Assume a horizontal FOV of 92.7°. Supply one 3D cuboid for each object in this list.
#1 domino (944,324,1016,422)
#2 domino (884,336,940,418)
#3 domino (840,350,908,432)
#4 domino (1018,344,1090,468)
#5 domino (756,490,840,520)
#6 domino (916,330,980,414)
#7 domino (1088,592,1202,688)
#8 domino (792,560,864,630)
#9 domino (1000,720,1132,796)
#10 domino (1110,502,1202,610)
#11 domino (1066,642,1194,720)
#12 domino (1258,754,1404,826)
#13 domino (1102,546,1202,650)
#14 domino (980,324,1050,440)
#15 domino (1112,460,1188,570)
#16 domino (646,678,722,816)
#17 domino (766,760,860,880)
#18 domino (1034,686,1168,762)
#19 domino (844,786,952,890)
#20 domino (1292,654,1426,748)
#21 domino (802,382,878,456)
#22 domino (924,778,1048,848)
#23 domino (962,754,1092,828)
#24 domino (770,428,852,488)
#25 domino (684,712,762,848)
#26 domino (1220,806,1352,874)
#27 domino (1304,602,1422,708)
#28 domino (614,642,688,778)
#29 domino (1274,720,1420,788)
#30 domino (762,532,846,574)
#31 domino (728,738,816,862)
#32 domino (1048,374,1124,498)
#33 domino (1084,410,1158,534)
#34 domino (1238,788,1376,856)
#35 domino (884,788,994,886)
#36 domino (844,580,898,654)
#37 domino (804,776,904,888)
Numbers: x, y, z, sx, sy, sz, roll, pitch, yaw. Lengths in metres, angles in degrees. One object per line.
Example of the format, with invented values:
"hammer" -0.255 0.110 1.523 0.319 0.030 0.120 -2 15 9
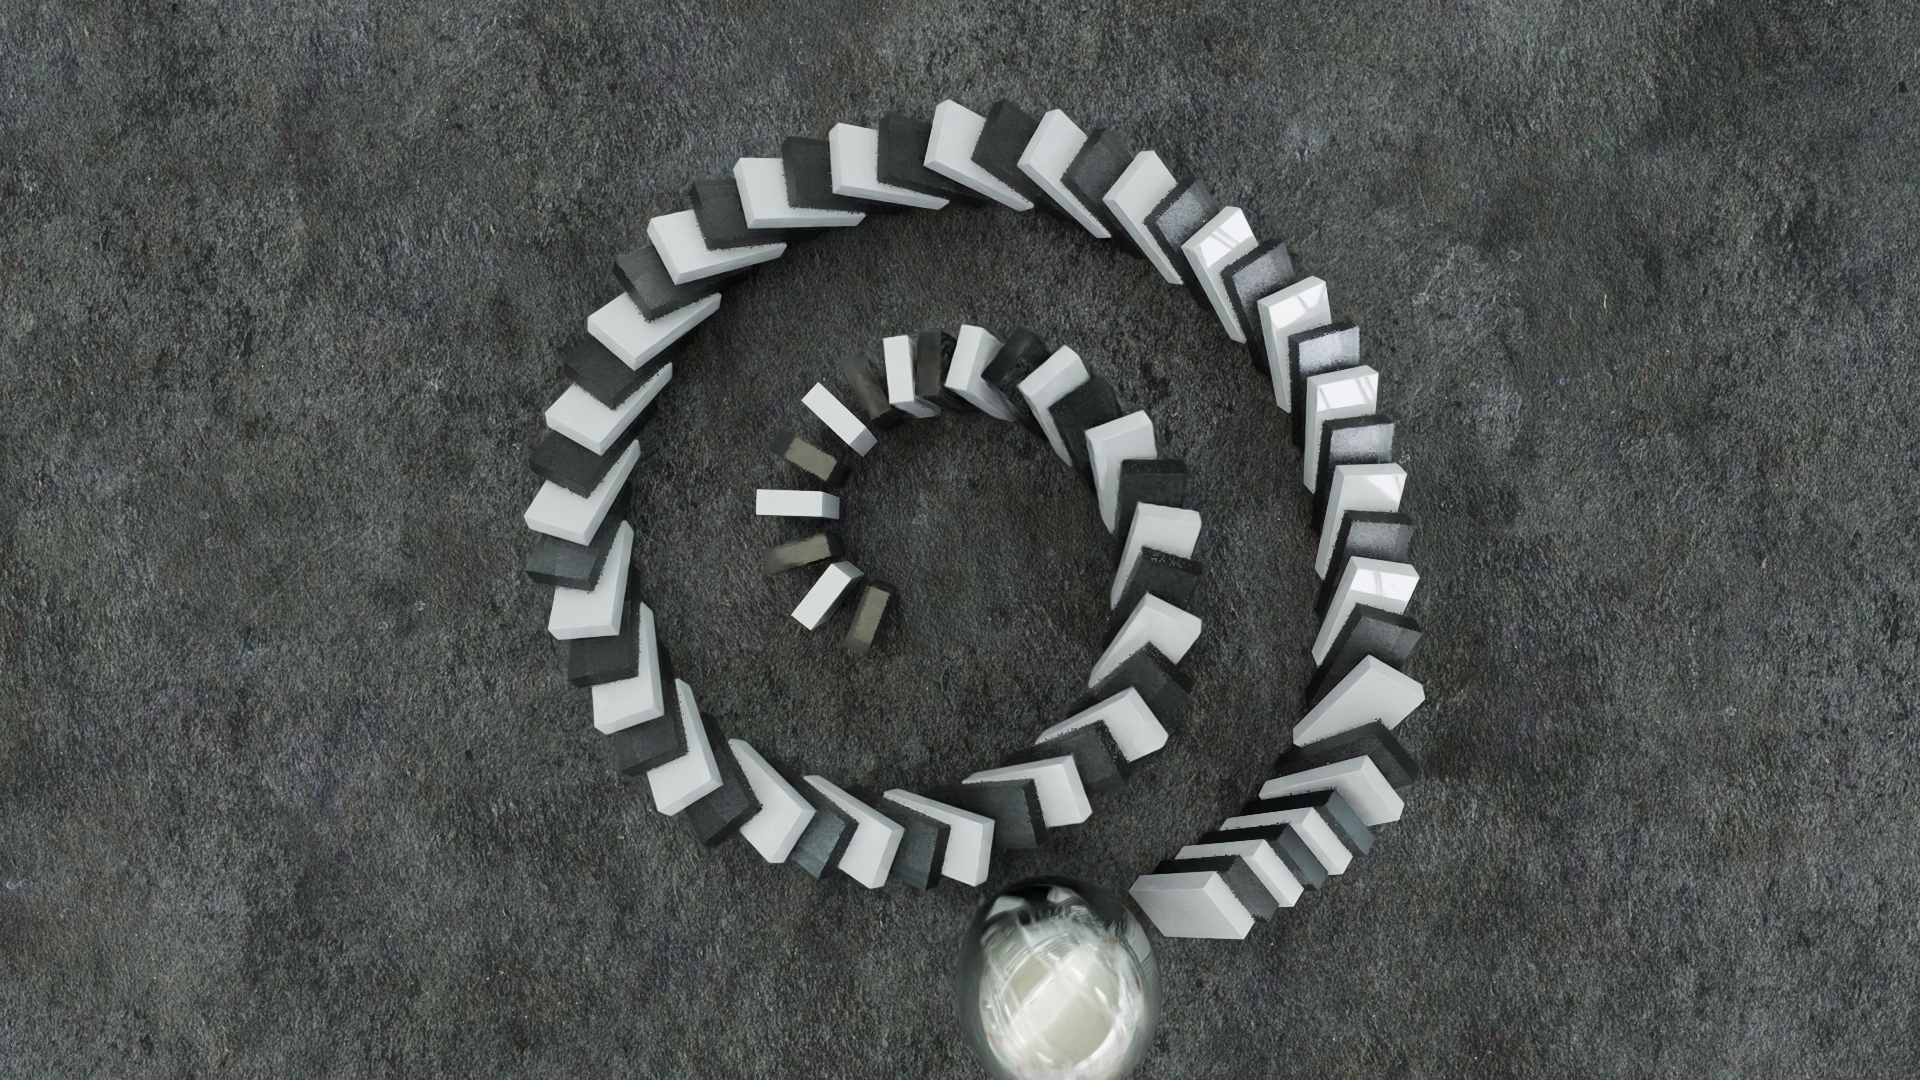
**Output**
"domino" 0.012 -0.067 0.376 0.009 0.050 0.025 16 90 27
"domino" -0.019 -0.066 0.375 0.010 0.050 0.025 -6 90 11
"domino" -0.034 -0.060 0.375 0.009 0.050 0.025 -28 90 4
"domino" 0.045 -0.054 0.378 0.025 0.050 0.010 -40 50 0
"domino" -0.065 -0.014 0.375 0.025 0.050 0.010 2 90 0
"domino" -0.004 -0.067 0.375 0.009 0.050 0.025 3 90 19
"domino" 0.076 0.047 0.382 0.025 0.009 0.050 27 125 0
"domino" -0.053 0.022 0.375 0.010 0.050 0.025 38 90 0
"domino" 0.044 0.095 0.382 0.050 0.010 0.025 -30 90 33
"domino" 0.081 0.009 0.381 0.025 0.010 0.050 9 127 0
"domino" 0.070 0.067 0.382 0.025 0.010 0.050 42 124 -1
"domino" 0.152 0.107 0.378 0.025 0.050 0.010 52 46 -2
"domino" 0.079 0.028 0.382 0.025 0.010 0.050 16 126 0
"domino" 0.030 -0.063 0.377 0.009 0.050 0.025 37 90 33
"domino" 0.078 -0.010 0.381 0.025 0.010 0.050 -1 129 0
"domino" -0.119 0.086 0.383 0.025 0.010 0.050 -31 58 0
"domino" -0.068 0.116 0.383 0.050 0.010 0.025 27 90 32
"domino" 0.058 0.083 0.382 0.050 0.009 0.025 -36 91 33
"domino" -0.029 0.123 0.382 0.050 0.009 0.025 13 91 33
"domino" 0.165 0.073 0.382 0.025 0.010 0.050 30 124 0
"domino" -0.048 -0.048 0.375 0.025 0.050 0.009 43 90 0
"domino" 0.010 0.115 0.382 0.050 0.009 0.025 -14 90 33
"domino" 0.027 0.107 0.383 0.050 0.009 0.025 -20 90 32
"domino" -0.060 -0.033 0.375 0.025 0.050 0.010 29 90 0
"domino" -0.105 0.099 0.383 0.025 0.010 0.050 -40 57 0
"domino" 0.132 0.125 0.377 0.009 0.050 0.025 -39 90 -33
"domino" 0.167 0.052 0.383 0.025 0.009 0.050 16 122 0
"domino" -0.131 0.070 0.383 0.025 0.009 0.050 -23 58 0
"domino" 0.159 0.094 0.379 0.025 0.050 0.009 51 45 0
"domino" -0.063 0.005 0.375 0.025 0.050 0.010 -16 90 0
"domino" -0.085 0.108 0.383 0.050 0.009 0.025 33 90 33
"domino" 0.057 -0.042 0.379 0.025 0.050 0.010 -34 46 0
"domino" 0.069 -0.027 0.380 0.025 0.010 0.050 -20 132 0
"domino" 0.141 0.118 0.376 0.010 0.050 0.025 -39 90 -33
"domino" -0.011 0.123 0.382 0.050 0.009 0.025 8 90 33
"domino" -0.036 0.030 0.375 0.009 0.050 0.025 21 90 0
"domino" -0.049 0.121 0.383 0.050 0.010 0.025 21 90 32
